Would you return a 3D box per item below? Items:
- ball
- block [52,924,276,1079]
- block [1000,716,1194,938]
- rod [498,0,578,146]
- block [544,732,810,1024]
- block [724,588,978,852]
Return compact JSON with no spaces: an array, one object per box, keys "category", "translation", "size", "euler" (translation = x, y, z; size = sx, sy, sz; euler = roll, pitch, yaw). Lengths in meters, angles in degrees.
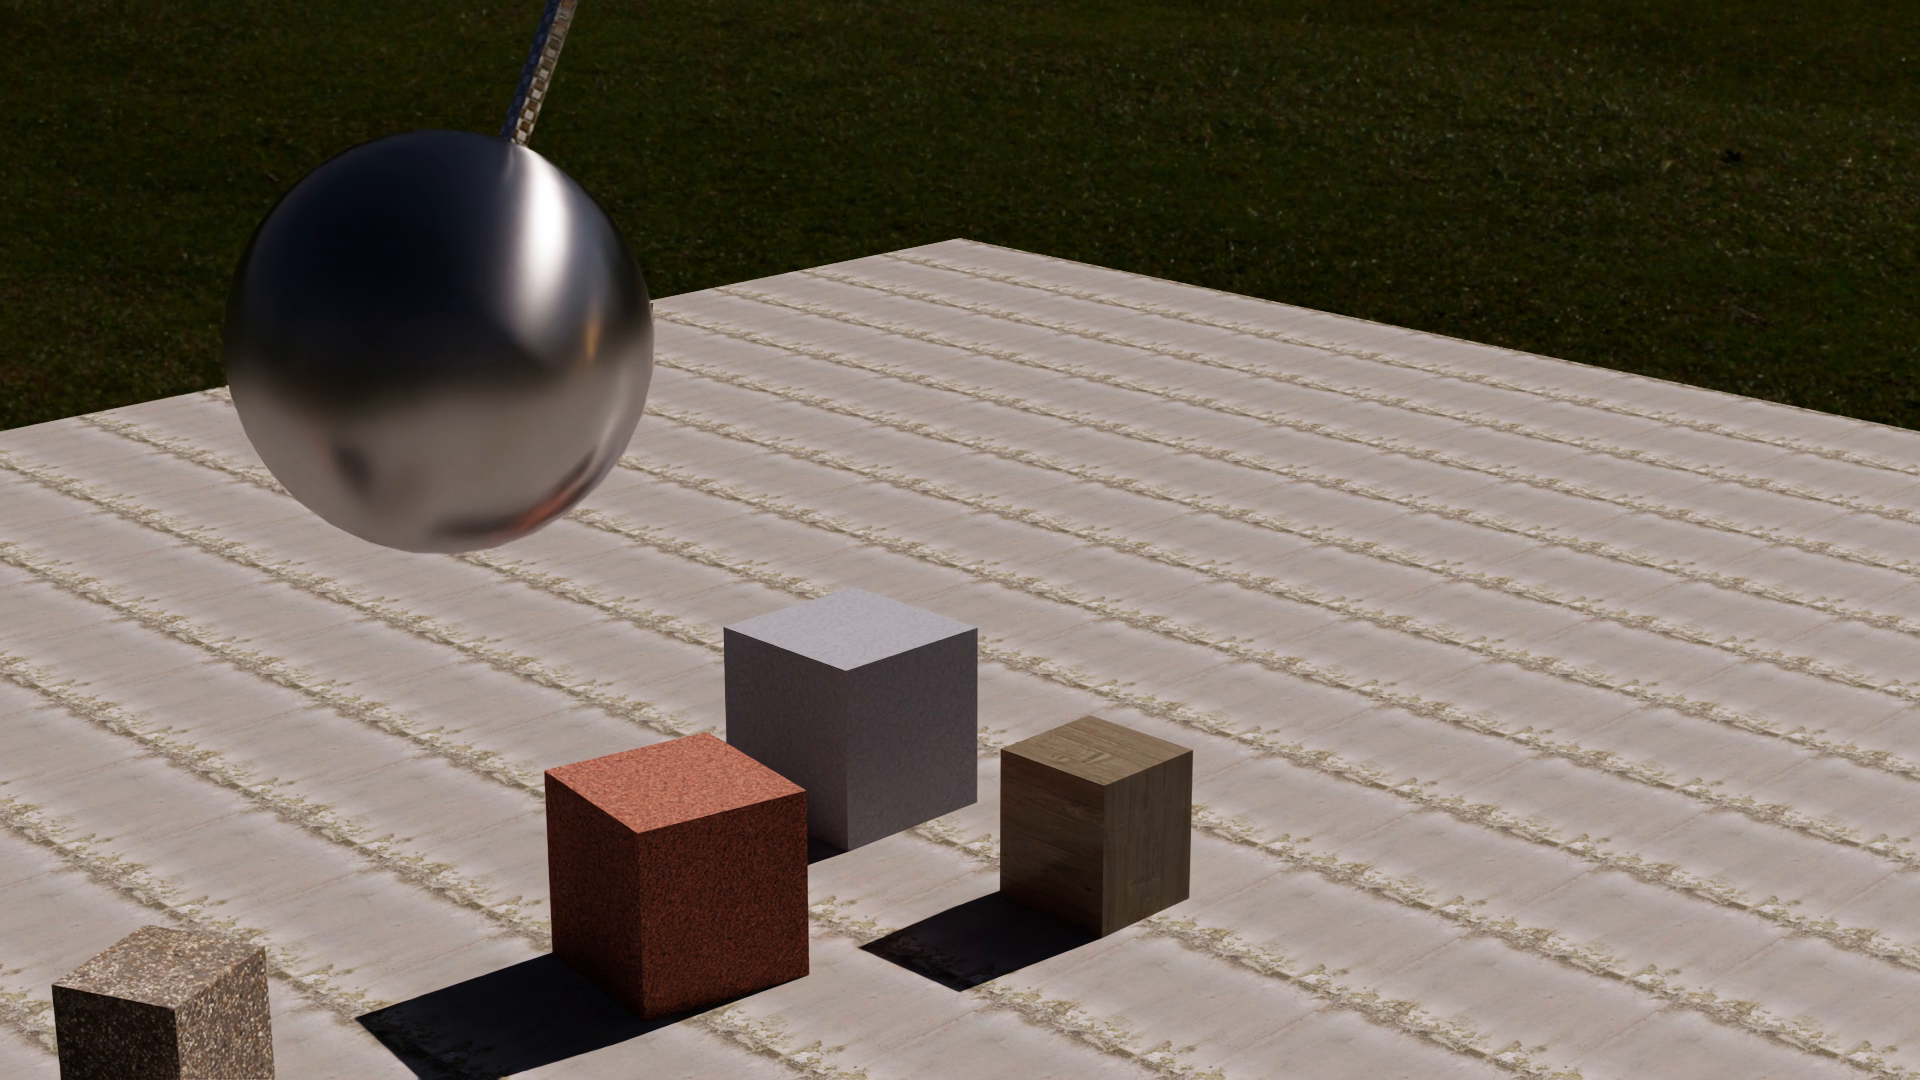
[{"category":"ball","translation":[-1.955,-0.745,11.058],"size":[1.600,1.600,1.600],"euler":[0,17,0]},{"category":"block","translation":[-3.070,1.904,11.334],"size":[0.559,0.572,0.580],"euler":[7,19,21]},{"category":"block","translation":[0.606,1.270,13.108],"size":[0.619,0.717,0.588],"euler":[16,24,42]},{"category":"rod","translation":[-0.847,-3.956,11.210],"size":[0.080,5.200,0.080],"euler":[17,-3,42]},{"category":"block","translation":[-1.201,1.412,12.442],"size":[0.796,0.845,0.822],"euler":[-12,21,-33]},{"category":"block","translation":[-0.523,0.846,14.149],"size":[0.858,0.901,0.863],"euler":[-17,24,-42]}]
